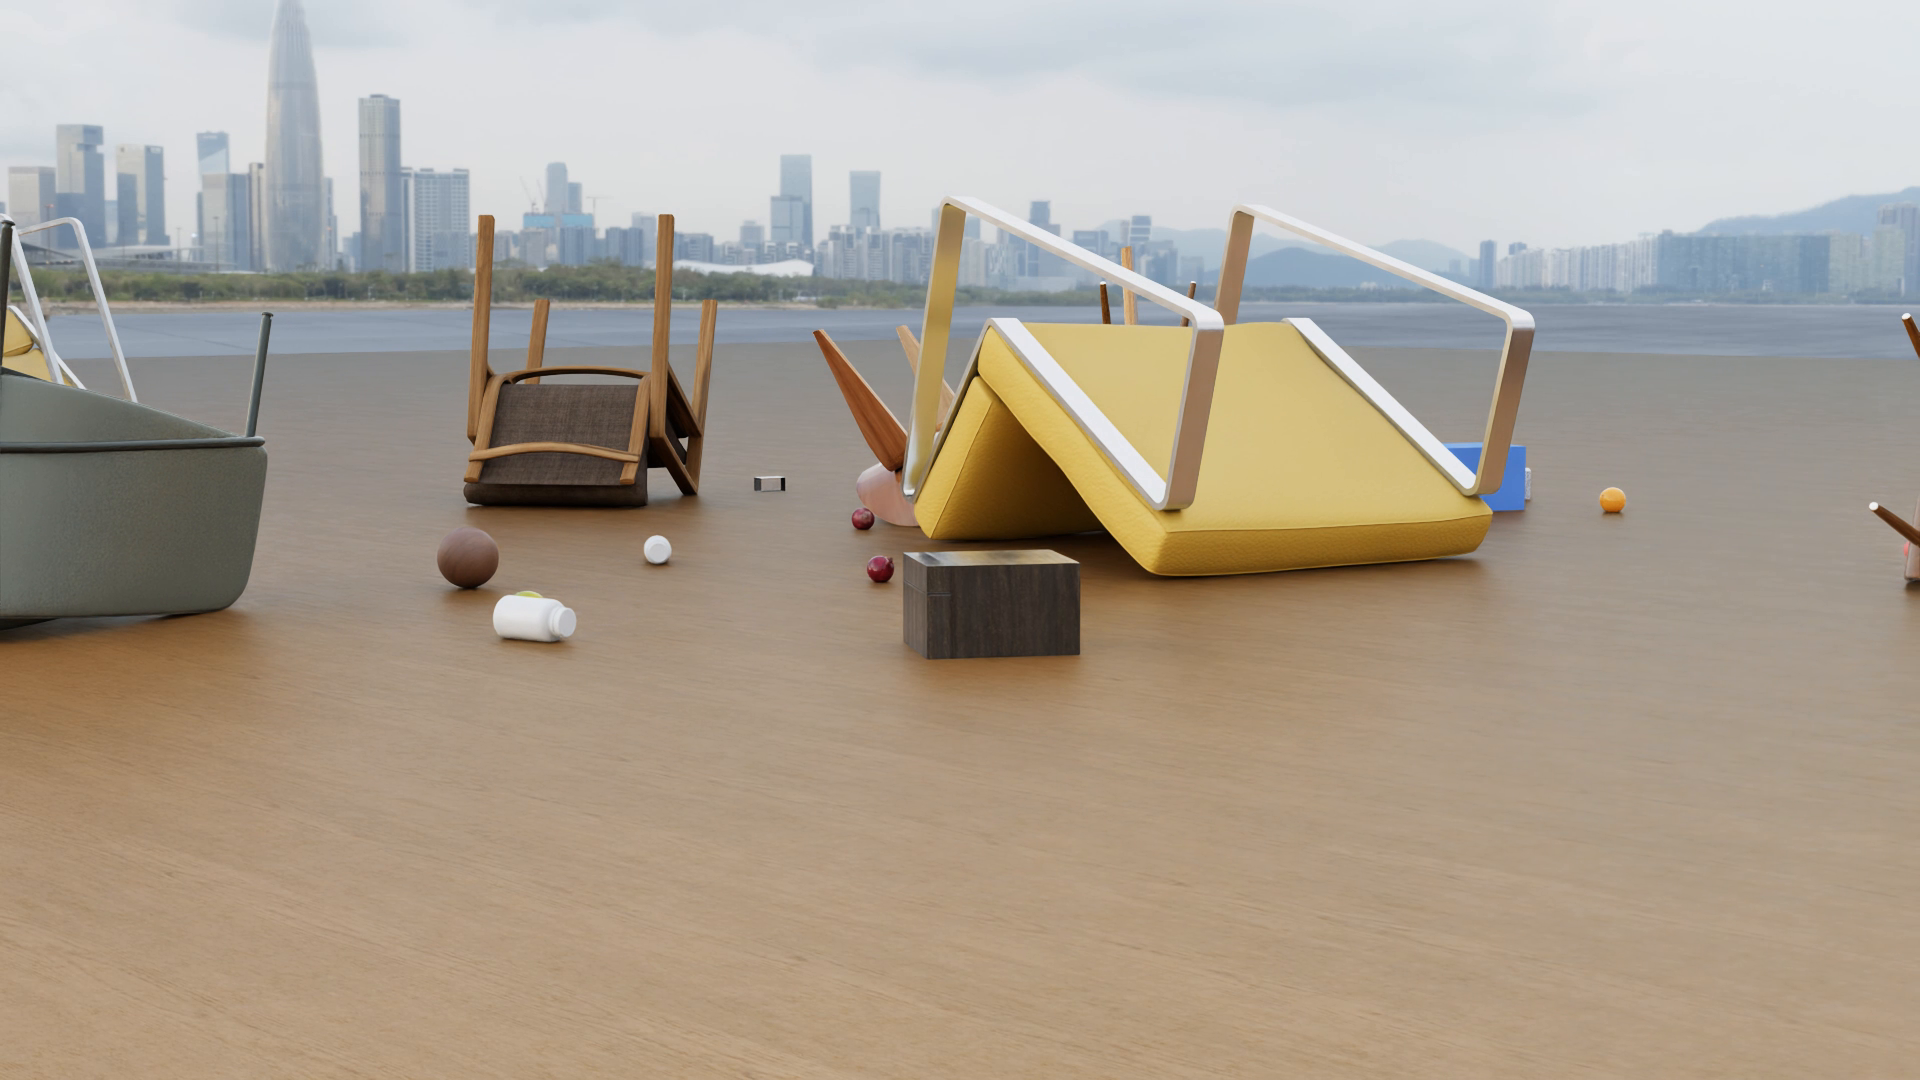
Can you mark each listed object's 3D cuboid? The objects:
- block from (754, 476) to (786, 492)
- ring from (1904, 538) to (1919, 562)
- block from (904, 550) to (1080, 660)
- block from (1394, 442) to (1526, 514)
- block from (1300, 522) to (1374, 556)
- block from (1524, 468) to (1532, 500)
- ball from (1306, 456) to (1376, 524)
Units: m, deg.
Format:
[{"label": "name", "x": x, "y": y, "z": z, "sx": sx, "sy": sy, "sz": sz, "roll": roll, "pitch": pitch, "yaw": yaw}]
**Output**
[{"label": "block", "x": -0.584, "y": -0.172, "z": 7.875, "sx": 0.081, "sy": 0.042, "sz": 0.052, "roll": -3, "pitch": 7, "yaw": -29}, {"label": "ring", "x": 2.278, "y": 0.025, "z": 5.938, "sx": 0.178, "sy": 0.050, "sz": 0.175, "roll": 0, "pitch": 5, "yaw": -2}, {"label": "block", "x": 0.053, "y": 0.111, "z": 4.544, "sx": 0.272, "sy": 0.161, "sz": 0.225, "roll": -1, "pitch": 6, "yaw": -12}, {"label": "block", "x": 1.415, "y": -0.178, "z": 7.267, "sx": 0.311, "sy": 0.179, "sz": 0.189, "roll": -2, "pitch": 6, "yaw": -18}, {"label": "block", "x": 0.898, "y": -0.002, "z": 6.105, "sx": 0.147, "sy": 0.066, "sz": 0.088, "roll": -4, "pitch": 7, "yaw": -31}, {"label": "block", "x": 1.591, "y": -0.170, "z": 7.652, "sx": 0.212, "sy": 0.084, "sz": 0.123, "roll": 1, "pitch": 6, "yaw": 9}, {"label": "ball", "x": 1.014, "y": -0.134, "z": 6.813, "sx": 0.184, "sy": 0.184, "sz": 0.184, "roll": 0, "pitch": 6, "yaw": 0}]
